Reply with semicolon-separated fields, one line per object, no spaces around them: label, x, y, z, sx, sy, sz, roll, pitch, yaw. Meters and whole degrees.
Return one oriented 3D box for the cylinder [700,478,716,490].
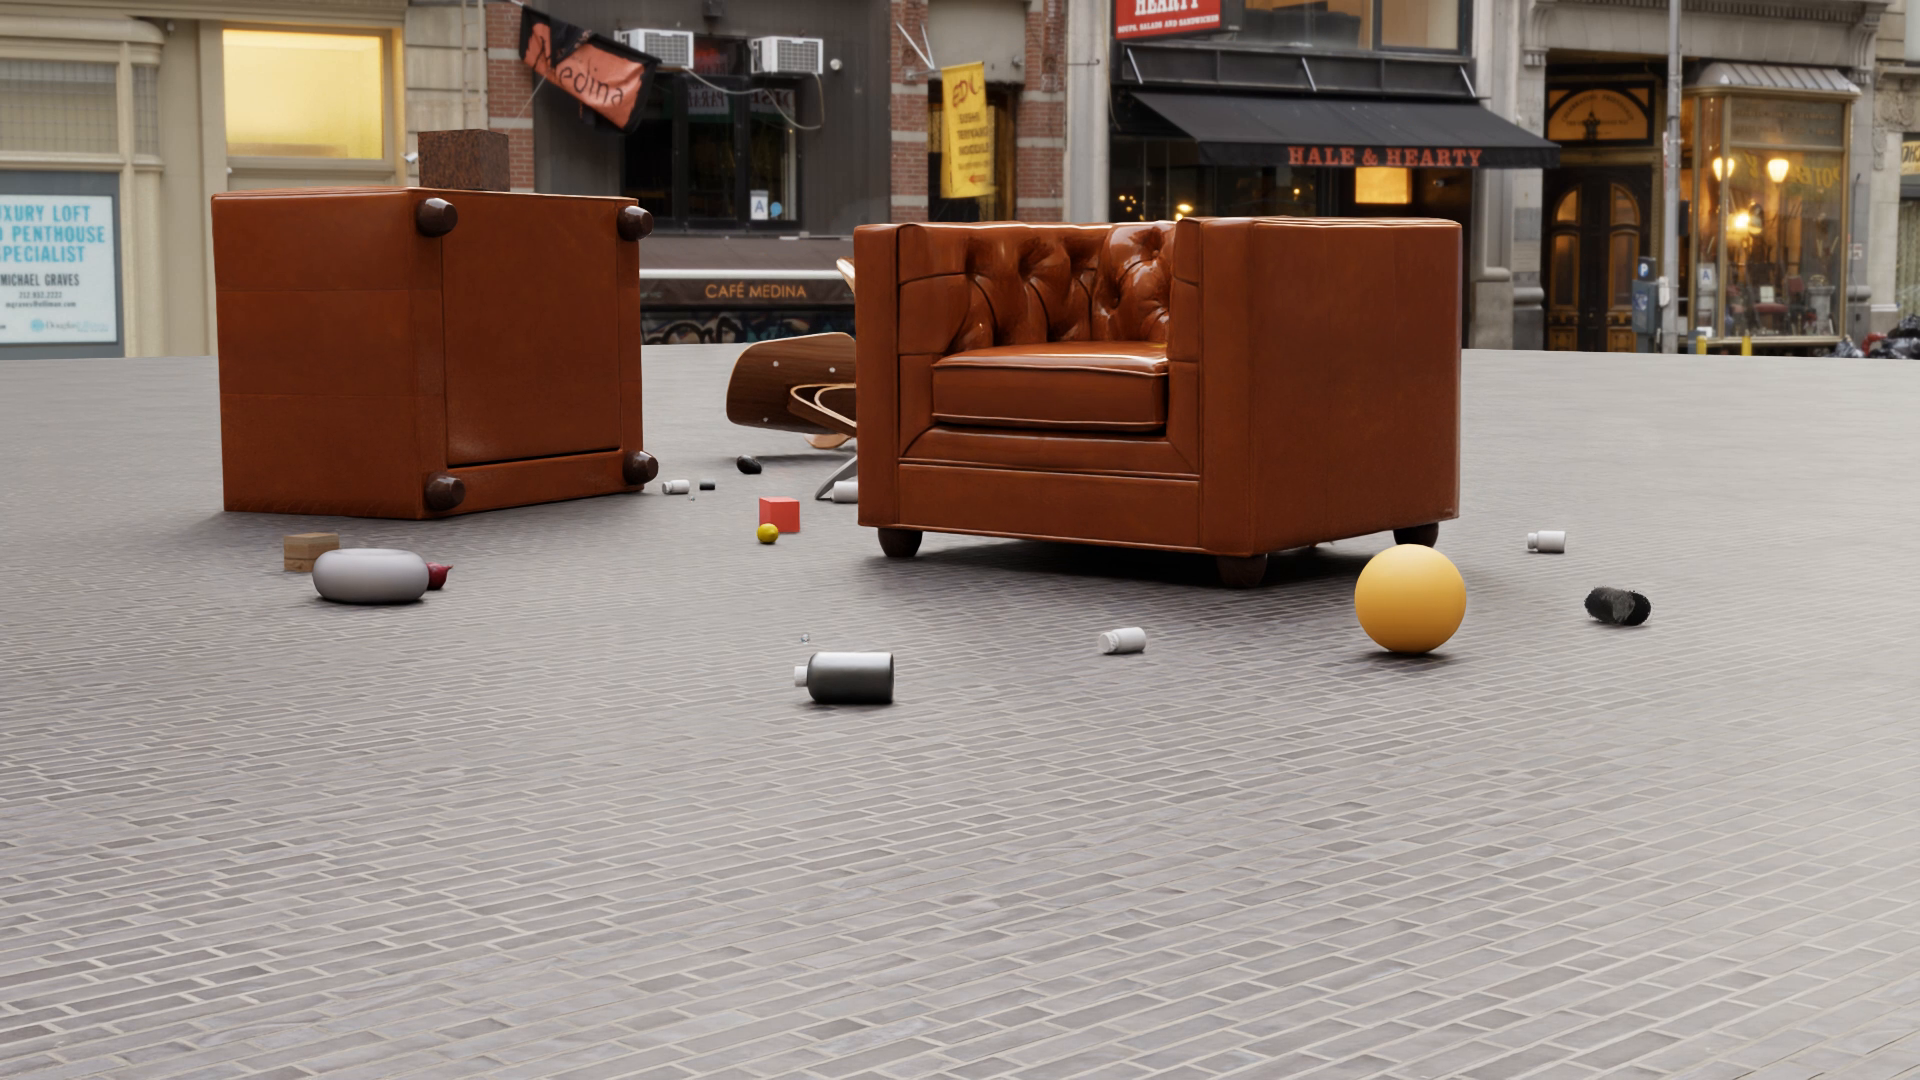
cylinder;-0.781;-0.173;7.936;0.047;0.031;0.056;2;4;-5

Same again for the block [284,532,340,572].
block;-1.460;0.027;5.778;0.074;0.076;0.097;3;7;31

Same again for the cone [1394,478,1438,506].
cone;1.342;-0.124;7.438;0.137;0.077;0.110;12;-8;33

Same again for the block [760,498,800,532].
block;-0.470;-0.066;6.663;0.077;0.079;0.134;-2;6;-17

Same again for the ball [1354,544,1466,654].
ball;0.785;0.103;4.472;0.193;0.193;0.193;0;6;0

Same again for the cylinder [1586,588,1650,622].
cylinder;1.251;0.126;4.878;0.082;0.064;0.098;6;-4;-13

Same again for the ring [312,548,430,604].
ring;-1.204;0.073;5.240;0.290;0.098;0.204;4;6;44

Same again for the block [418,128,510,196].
block;-1.390;-1.057;7.195;0.187;0.165;0.187;0;3;15
